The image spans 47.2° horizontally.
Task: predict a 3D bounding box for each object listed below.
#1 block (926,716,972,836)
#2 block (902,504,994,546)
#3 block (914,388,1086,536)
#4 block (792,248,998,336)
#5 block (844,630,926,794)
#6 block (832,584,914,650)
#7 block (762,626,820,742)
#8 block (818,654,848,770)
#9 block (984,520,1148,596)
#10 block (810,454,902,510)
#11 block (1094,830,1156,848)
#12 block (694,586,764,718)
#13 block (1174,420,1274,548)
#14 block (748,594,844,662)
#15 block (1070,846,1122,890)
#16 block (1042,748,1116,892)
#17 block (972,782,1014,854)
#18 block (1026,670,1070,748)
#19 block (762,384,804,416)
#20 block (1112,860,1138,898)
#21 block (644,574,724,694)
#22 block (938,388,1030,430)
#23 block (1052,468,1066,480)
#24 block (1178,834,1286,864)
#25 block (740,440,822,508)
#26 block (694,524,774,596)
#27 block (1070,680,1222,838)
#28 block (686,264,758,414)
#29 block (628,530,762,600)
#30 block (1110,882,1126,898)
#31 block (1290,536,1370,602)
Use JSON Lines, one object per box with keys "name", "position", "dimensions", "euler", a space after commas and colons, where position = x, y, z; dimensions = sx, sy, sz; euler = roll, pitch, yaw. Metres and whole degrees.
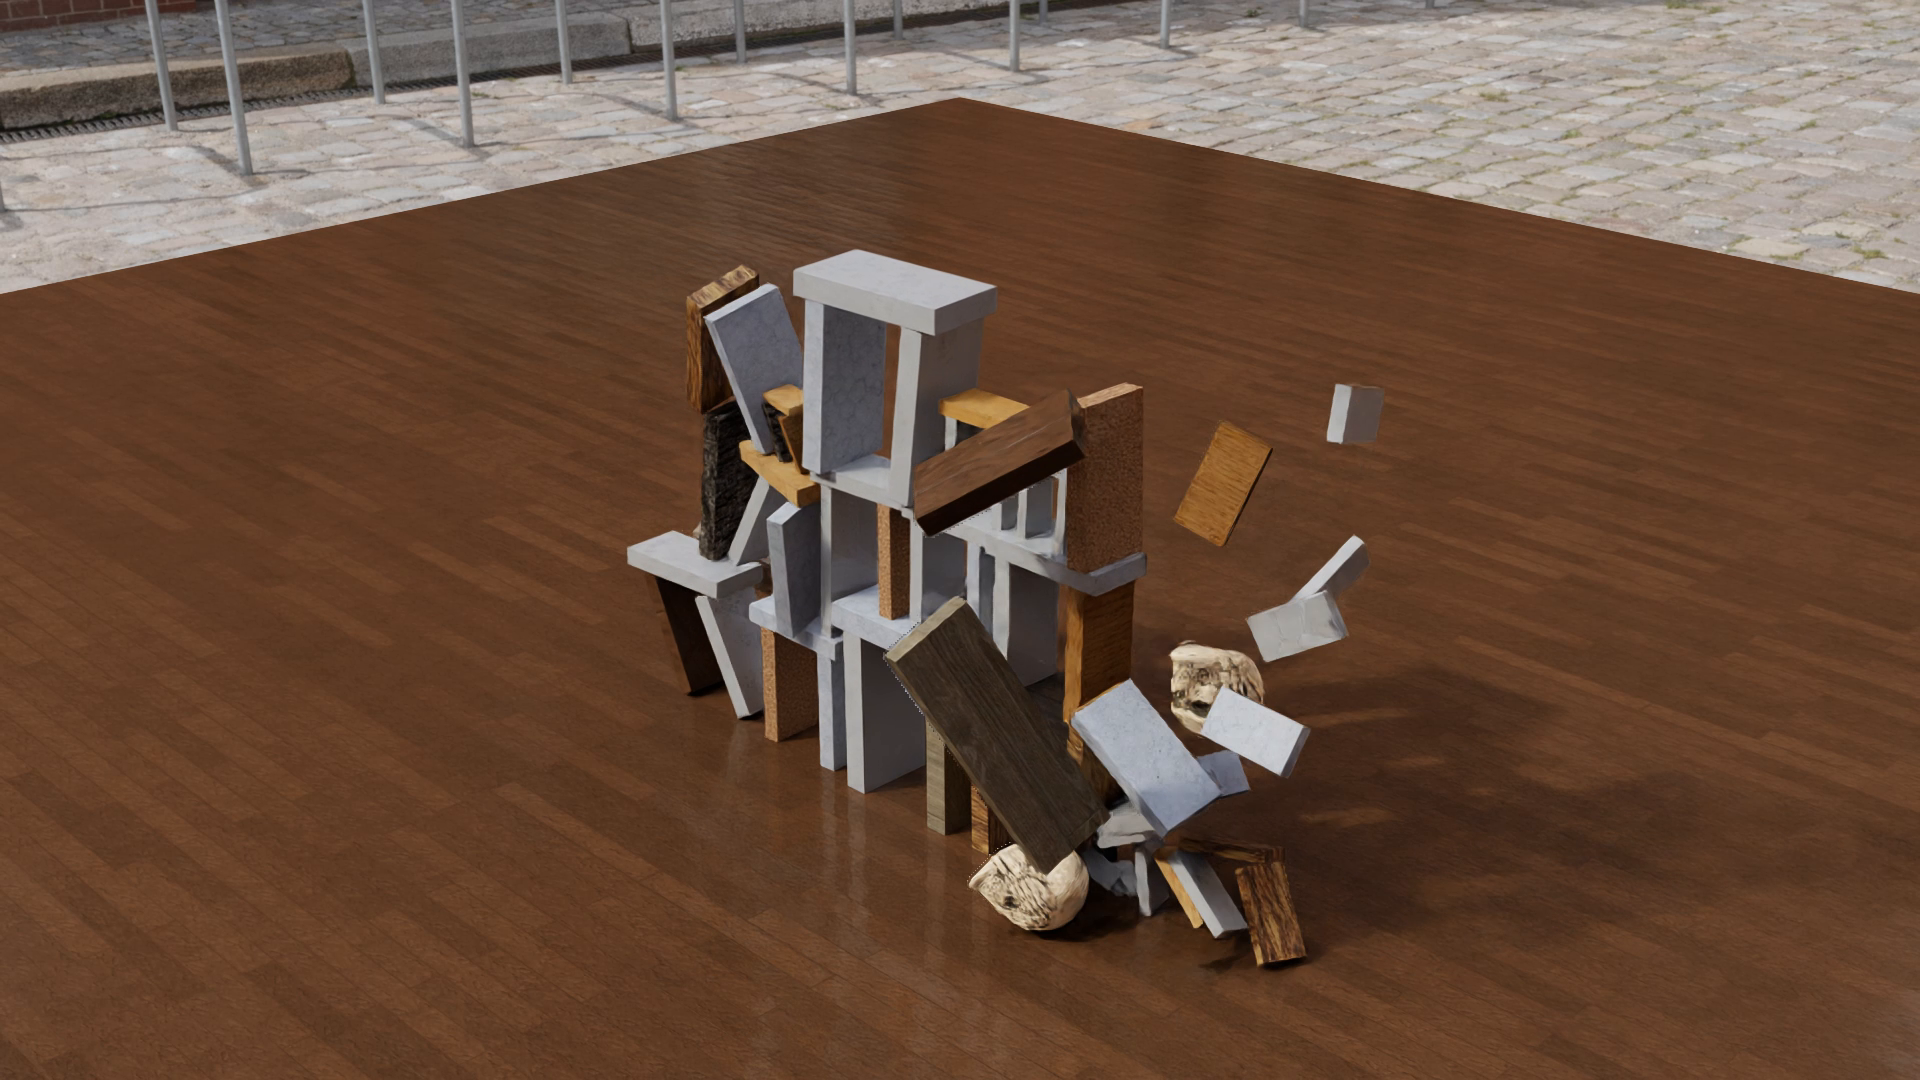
{"name": "block", "position": [0.014, 0.393, 4.380], "dimensions": [0.177, 0.355, 0.050], "euler": [-21, 31, -41]}
{"name": "block", "position": [0.012, -0.046, 4.189], "dimensions": [0.233, 0.033, 0.117], "euler": [21, 31, 40]}
{"name": "block", "position": [0.066, -0.133, 3.747], "dimensions": [0.309, 0.044, 0.154], "euler": [-27, 34, 18]}
{"name": "block", "position": [-0.124, -0.469, 4.138], "dimensions": [0.355, 0.050, 0.178], "euler": [20, 31, 36]}
{"name": "block", "position": [-0.153, 0.328, 4.534], "dimensions": [0.177, 0.355, 0.050], "euler": [-21, 30, -41]}
{"name": "block", "position": [-0.071, 0.173, 4.379], "dimensions": [0.177, 0.050, 0.355], "euler": [-21, 31, -41]}
{"name": "block", "position": [-0.360, 0.287, 4.735], "dimensions": [0.039, 0.273, 0.136], "euler": [20, 30, 38]}
{"name": "block", "position": [-0.236, 0.335, 4.622], "dimensions": [0.039, 0.273, 0.136], "euler": [18, 29, 36]}
{"name": "block", "position": [0.192, 0.025, 4.023], "dimensions": [0.138, 0.039, 0.275], "euler": [-21, 31, -41]}
{"name": "block", "position": [-0.166, -0.122, 4.338], "dimensions": [0.244, 0.035, 0.122], "euler": [19, 30, 37]}
{"name": "block", "position": [0.322, 0.532, 4.068], "dimensions": [0.081, 0.023, 0.162], "euler": [-33, 5, -31]}
{"name": "block", "position": [-0.477, 0.235, 4.855], "dimensions": [0.040, 0.282, 0.141], "euler": [-14, 8, 41]}
{"name": "block", "position": [0.429, -0.091, 3.582], "dimensions": [0.092, 0.184, 0.026], "euler": [30, 19, 15]}
{"name": "block", "position": [-0.302, 0.172, 4.607], "dimensions": [0.136, 0.039, 0.273], "euler": [-21, 31, -40]}
{"name": "block", "position": [0.259, 0.620, 4.172], "dimensions": [0.092, 0.046, 0.013], "euler": [38, -8, 8]}
{"name": "block", "position": [0.230, 0.497, 4.186], "dimensions": [0.157, 0.315, 0.045], "euler": [-19, 30, -38]}
{"name": "block", "position": [0.093, 0.443, 4.311], "dimensions": [0.157, 0.315, 0.045], "euler": [-21, 30, -41]}
{"name": "block", "position": [0.163, 0.306, 4.175], "dimensions": [0.157, 0.045, 0.315], "euler": [-21, 31, -40]}
{"name": "block", "position": [-0.341, -0.281, 4.411], "dimensions": [0.062, 0.017, 0.123], "euler": [-21, 28, -22]}
{"name": "block", "position": [0.322, 0.644, 4.186], "dimensions": [0.046, 0.013, 0.092], "euler": [-5, 31, -24]}
{"name": "block", "position": [-0.603, 0.190, 4.963], "dimensions": [0.141, 0.282, 0.040], "euler": [-22, 7, -41]}
{"name": "block", "position": [0.061, -0.235, 4.063], "dimensions": [0.095, 0.027, 0.190], "euler": [-21, 31, -40]}
{"name": "block", "position": [0.175, -0.139, 3.969], "dimensions": [0.142, 0.020, 0.071], "euler": [21, 31, 40]}
{"name": "block", "position": [0.502, 0.570, 4.057], "dimensions": [0.175, 0.025, 0.087], "euler": [5, -1, 33]}
{"name": "block", "position": [-0.332, -0.152, 4.503], "dimensions": [0.135, 0.038, 0.271], "euler": [-17, 31, -25]}
{"name": "block", "position": [-0.495, 0.048, 4.990], "dimensions": [0.229, 0.114, 0.032], "euler": [23, 53, 13]}
{"name": "block", "position": [0.328, 0.385, 3.888], "dimensions": [0.131, 0.037, 0.263], "euler": [-30, 72, -27]}
{"name": "block", "position": [-0.497, -0.418, 4.602], "dimensions": [0.044, 0.310, 0.155], "euler": [39, 56, 24]}
{"name": "block", "position": [-0.589, 0.054, 4.877], "dimensions": [0.282, 0.040, 0.141], "euler": [19, 28, 35]}
{"name": "block", "position": [0.290, 0.645, 4.204], "dimensions": [0.046, 0.013, 0.092], "euler": [-17, 38, -35]}
{"name": "block", "position": [0.663, 0.077, 3.937], "dimensions": [0.171, 0.086, 0.024], "euler": [-45, 58, -8]}
